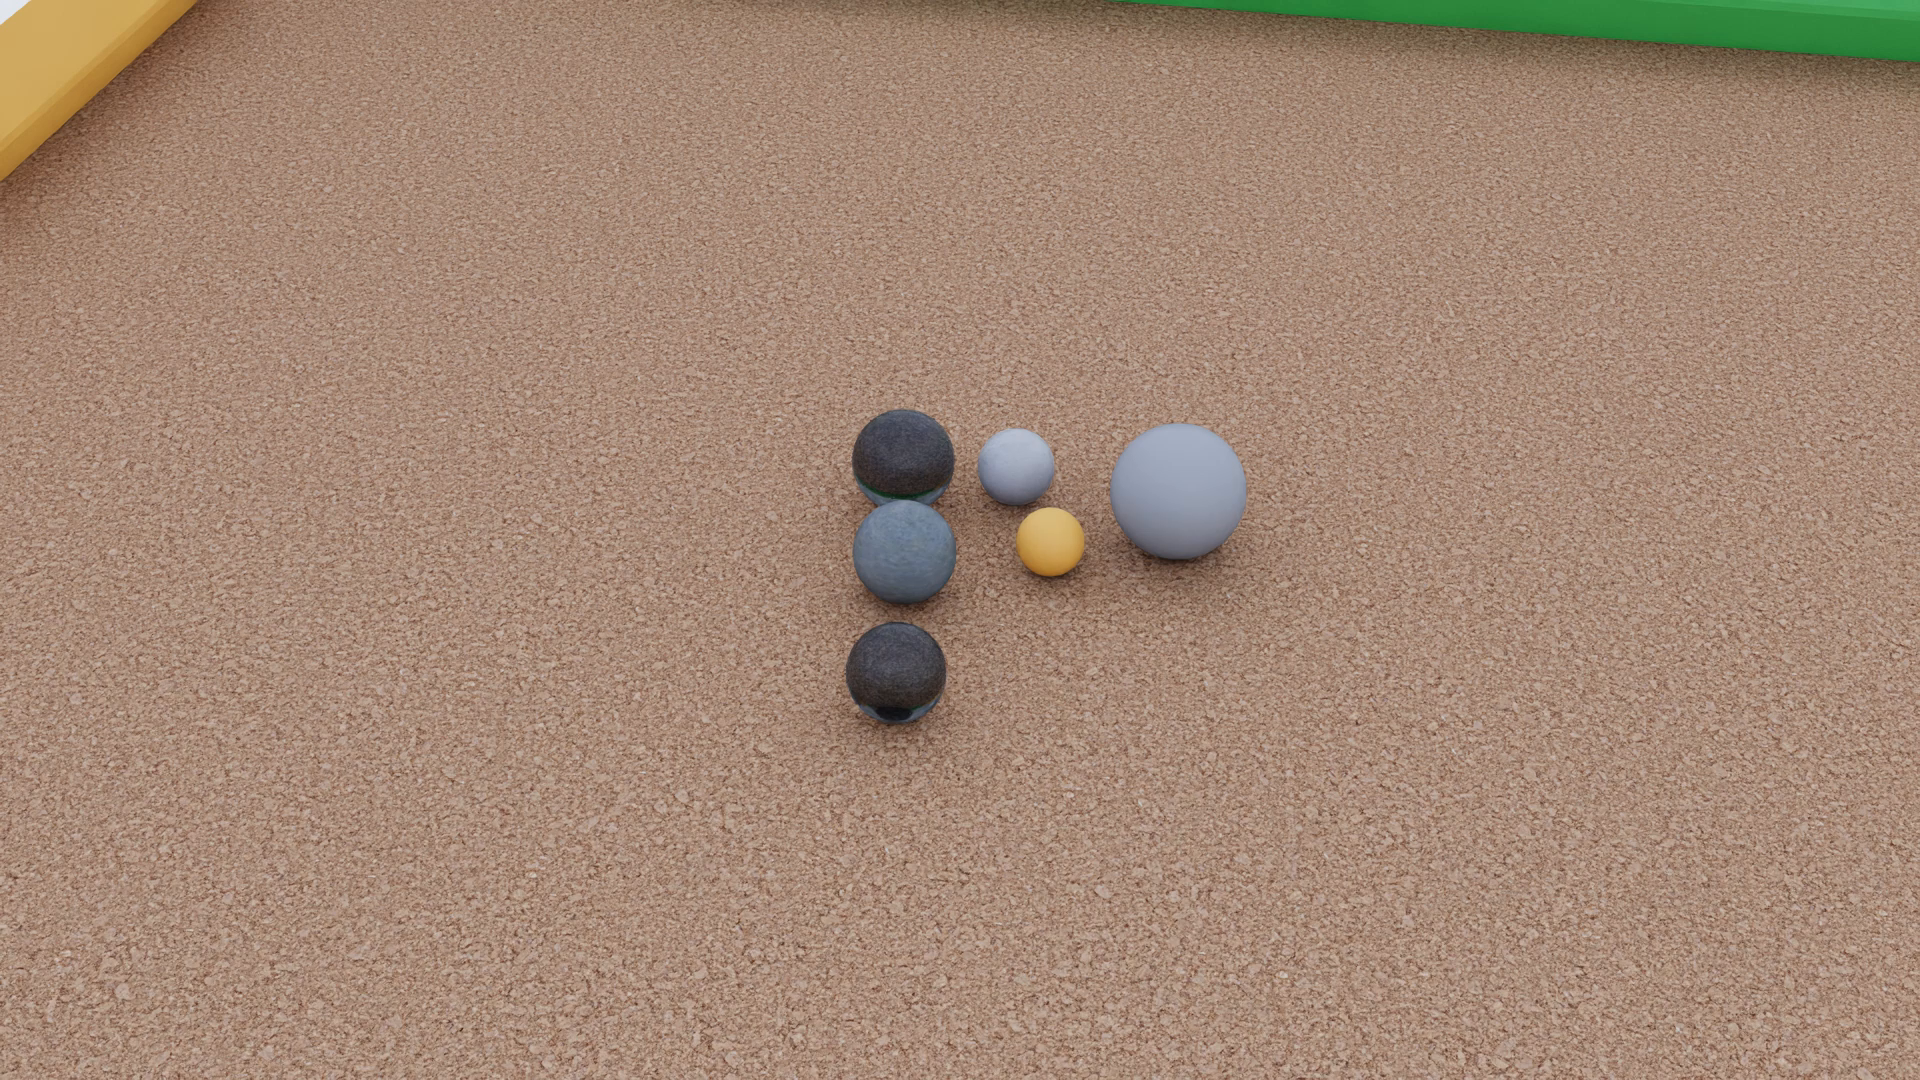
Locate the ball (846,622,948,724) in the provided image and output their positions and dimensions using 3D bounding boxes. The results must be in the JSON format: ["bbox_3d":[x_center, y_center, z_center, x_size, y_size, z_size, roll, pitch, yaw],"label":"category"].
[{"bbox_3d":[-0.042,0.088,1.705,0.068,0.068,0.068,0,35,0],"label":"ball"}]

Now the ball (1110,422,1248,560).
[{"bbox_3d":[0.158,-0.035,1.854,0.099,0.099,0.099,0,35,0],"label":"ball"}]

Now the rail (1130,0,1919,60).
[{"bbox_3d":[1.167,-0.501,2.497,3.958,0.129,0.045,6,35,9],"label":"rail"}]

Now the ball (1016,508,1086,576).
[{"bbox_3d":[0.065,0.001,1.845,0.050,0.050,0.050,0,35,0],"label":"ball"}]

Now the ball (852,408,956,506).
[{"bbox_3d":[-0.042,-0.059,1.908,0.077,0.077,0.077,0,35,0],"label":"ball"}]

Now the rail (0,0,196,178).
[{"bbox_3d":[-0.949,-0.128,1.960,0.045,0.129,2.124,6,35,9],"label":"rail"}]

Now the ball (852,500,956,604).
[{"bbox_3d":[-0.039,0.009,1.813,0.074,0.074,0.074,0,35,0],"label":"ball"}]

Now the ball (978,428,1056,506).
[{"bbox_3d":[0.042,-0.055,1.918,0.058,0.058,0.058,0,35,0],"label":"ball"}]
